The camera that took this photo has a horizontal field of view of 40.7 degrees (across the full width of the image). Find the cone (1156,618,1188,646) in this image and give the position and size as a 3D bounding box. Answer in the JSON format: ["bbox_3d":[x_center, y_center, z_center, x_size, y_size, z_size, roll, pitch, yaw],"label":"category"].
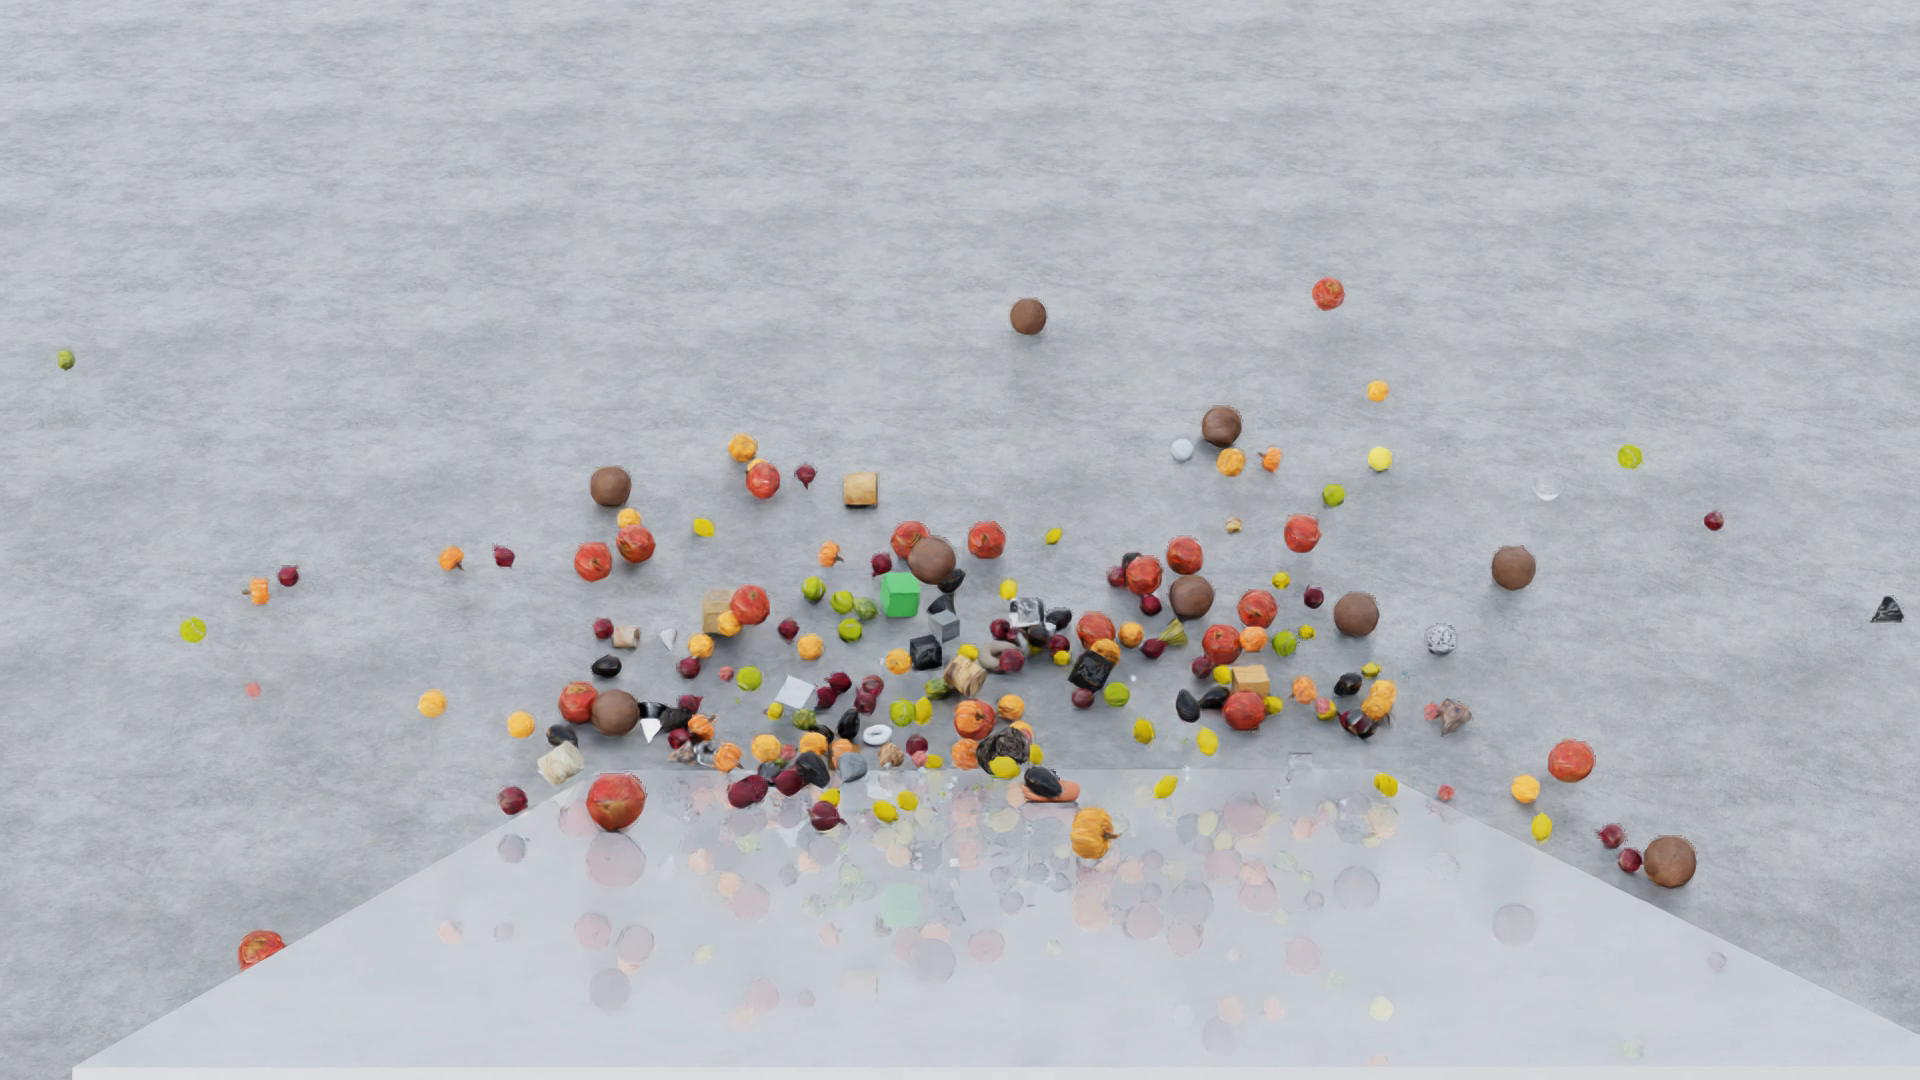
[{"bbox_3d":[0.589,0.275,7.328,0.083,0.083,0.083,-23,36,-10],"label":"cone"}]

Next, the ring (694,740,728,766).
[{"bbox_3d":[-0.663,0.566,6.887,0.092,0.031,0.092,3,34,-2],"label":"ring"}]

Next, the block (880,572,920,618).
[{"bbox_3d":[-0.172,0.157,7.449,0.089,0.089,0.089,-2,39,-16],"label":"block"}]

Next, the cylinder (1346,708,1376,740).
[{"bbox_3d":[1.072,0.492,6.928,0.060,0.060,0.060,-38,25,21],"label":"cylinder"}]

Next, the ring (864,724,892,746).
[{"bbox_3d":[-0.221,0.524,6.956,0.081,0.027,0.081,-7,28,4],"label":"ring"}]

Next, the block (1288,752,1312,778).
[{"bbox_3d":[0.852,0.564,6.495,0.056,0.056,0.056,0,-1,3],"label":"block"}]

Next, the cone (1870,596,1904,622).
[{"bbox_3d":[2.631,0.216,7.399,0.082,0.082,0.082,20,51,-27],"label":"cone"}]

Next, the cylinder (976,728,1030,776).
[{"bbox_3d":[0.102,0.503,6.163,0.092,0.092,0.092,-32,1,-41],"label":"cylinder"}]

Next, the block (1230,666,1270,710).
[{"bbox_3d":[0.794,0.404,7.091,0.087,0.087,0.087,-2,28,-5],"label":"block"}]

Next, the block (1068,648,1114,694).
[{"bbox_3d":[0.359,0.362,7.117,0.080,0.080,0.080,30,65,-8],"label":"block"}]

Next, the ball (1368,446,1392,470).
[{"bbox_3d":[1.326,-0.257,8.176,0.075,0.075,0.075,0,32,0],"label":"ball"}]

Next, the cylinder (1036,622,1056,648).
[{"bbox_3d":[0.244,0.269,7.341,0.053,0.053,0.053,-1,24,0],"label":"cylinder"}]

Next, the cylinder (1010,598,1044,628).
[{"bbox_3d":[0.190,0.205,7.324,0.077,0.077,0.077,-6,32,-18],"label":"cylinder"}]

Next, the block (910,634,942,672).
[{"bbox_3d":[-0.095,0.316,7.257,0.067,0.067,0.067,-12,34,-18],"label":"block"}]

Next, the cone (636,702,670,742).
[{"bbox_3d":[-0.832,0.503,6.977,0.100,0.100,0.100,3,58,4],"label":"cone"}]

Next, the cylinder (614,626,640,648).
[{"bbox_3d":[-0.943,0.276,7.329,0.060,0.060,0.060,5,32,9],"label":"cylinder"}]

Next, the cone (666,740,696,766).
[{"bbox_3d":[-0.687,0.527,6.327,0.065,0.065,0.065,-15,32,4],"label":"cone"}]

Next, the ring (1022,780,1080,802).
[{"bbox_3d":[0.205,0.564,5.814,0.128,0.043,0.128,-1,-2,0],"label":"ring"}]

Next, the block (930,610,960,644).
[{"bbox_3d":[-0.042,0.245,7.378,0.060,0.060,0.060,-20,37,-29],"label":"block"}]

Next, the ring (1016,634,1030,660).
[{"bbox_3d":[0.175,0.296,7.219,0.026,0.077,0.077,-19,35,-8],"label":"ring"}]

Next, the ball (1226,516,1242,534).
[{"bbox_3d":[0.830,-0.045,7.857,0.051,0.051,0.051,0,32,0],"label":"ball"}]

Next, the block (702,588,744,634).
[{"bbox_3d":[-0.675,0.203,7.391,0.099,0.099,0.099,4,20,6],"label":"block"}]

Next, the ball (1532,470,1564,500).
[{"bbox_3d":[1.820,-0.169,8.019,0.092,0.092,0.092,0,32,0],"label":"ball"}]

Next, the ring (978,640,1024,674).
[{"bbox_3d":[0.113,0.329,7.260,0.130,0.043,0.130,1,33,0],"label":"ring"}]

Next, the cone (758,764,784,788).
[{"bbox_3d":[-0.465,0.574,6.159,0.067,0.067,0.067,17,16,25],"label":"cone"}]

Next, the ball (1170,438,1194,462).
[{"bbox_3d":[0.705,-0.285,8.223,0.074,0.074,0.074,0,32,0],"label":"ball"}]

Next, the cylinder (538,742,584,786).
[{"bbox_3d":[-1.007,0.566,6.548,0.084,0.084,0.084,-34,32,9],"label":"cylinder"}]

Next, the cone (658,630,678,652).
[{"bbox_3d":[-0.821,0.293,7.333,0.059,0.059,0.059,-10,60,-15],"label":"cone"}]

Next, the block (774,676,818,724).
[{"bbox_3d":[-0.439,0.431,6.989,0.080,0.080,0.080,21,63,18],"label":"block"}]

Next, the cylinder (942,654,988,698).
[{"bbox_3d":[0.014,0.369,7.059,0.087,0.087,0.087,32,42,21],"label":"cylinder"}]

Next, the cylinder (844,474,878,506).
[{"bbox_3d":[-0.304,-0.156,7.982,0.098,0.098,0.098,-1,32,3],"label":"cylinder"}]

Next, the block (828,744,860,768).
[{"bbox_3d":[-0.304,0.567,6.793,0.061,0.061,0.061,1,-2,-26],"label":"block"}]

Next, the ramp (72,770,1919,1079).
[{"bbox_3d":[0.071,0.623,4.709,2.000,0.100,4.000,0,-1,0],"label":"ramp"}]

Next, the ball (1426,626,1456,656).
[{"bbox_3d":[1.354,0.282,7.296,0.084,0.084,0.084,0,32,0],"label":"ball"}]
